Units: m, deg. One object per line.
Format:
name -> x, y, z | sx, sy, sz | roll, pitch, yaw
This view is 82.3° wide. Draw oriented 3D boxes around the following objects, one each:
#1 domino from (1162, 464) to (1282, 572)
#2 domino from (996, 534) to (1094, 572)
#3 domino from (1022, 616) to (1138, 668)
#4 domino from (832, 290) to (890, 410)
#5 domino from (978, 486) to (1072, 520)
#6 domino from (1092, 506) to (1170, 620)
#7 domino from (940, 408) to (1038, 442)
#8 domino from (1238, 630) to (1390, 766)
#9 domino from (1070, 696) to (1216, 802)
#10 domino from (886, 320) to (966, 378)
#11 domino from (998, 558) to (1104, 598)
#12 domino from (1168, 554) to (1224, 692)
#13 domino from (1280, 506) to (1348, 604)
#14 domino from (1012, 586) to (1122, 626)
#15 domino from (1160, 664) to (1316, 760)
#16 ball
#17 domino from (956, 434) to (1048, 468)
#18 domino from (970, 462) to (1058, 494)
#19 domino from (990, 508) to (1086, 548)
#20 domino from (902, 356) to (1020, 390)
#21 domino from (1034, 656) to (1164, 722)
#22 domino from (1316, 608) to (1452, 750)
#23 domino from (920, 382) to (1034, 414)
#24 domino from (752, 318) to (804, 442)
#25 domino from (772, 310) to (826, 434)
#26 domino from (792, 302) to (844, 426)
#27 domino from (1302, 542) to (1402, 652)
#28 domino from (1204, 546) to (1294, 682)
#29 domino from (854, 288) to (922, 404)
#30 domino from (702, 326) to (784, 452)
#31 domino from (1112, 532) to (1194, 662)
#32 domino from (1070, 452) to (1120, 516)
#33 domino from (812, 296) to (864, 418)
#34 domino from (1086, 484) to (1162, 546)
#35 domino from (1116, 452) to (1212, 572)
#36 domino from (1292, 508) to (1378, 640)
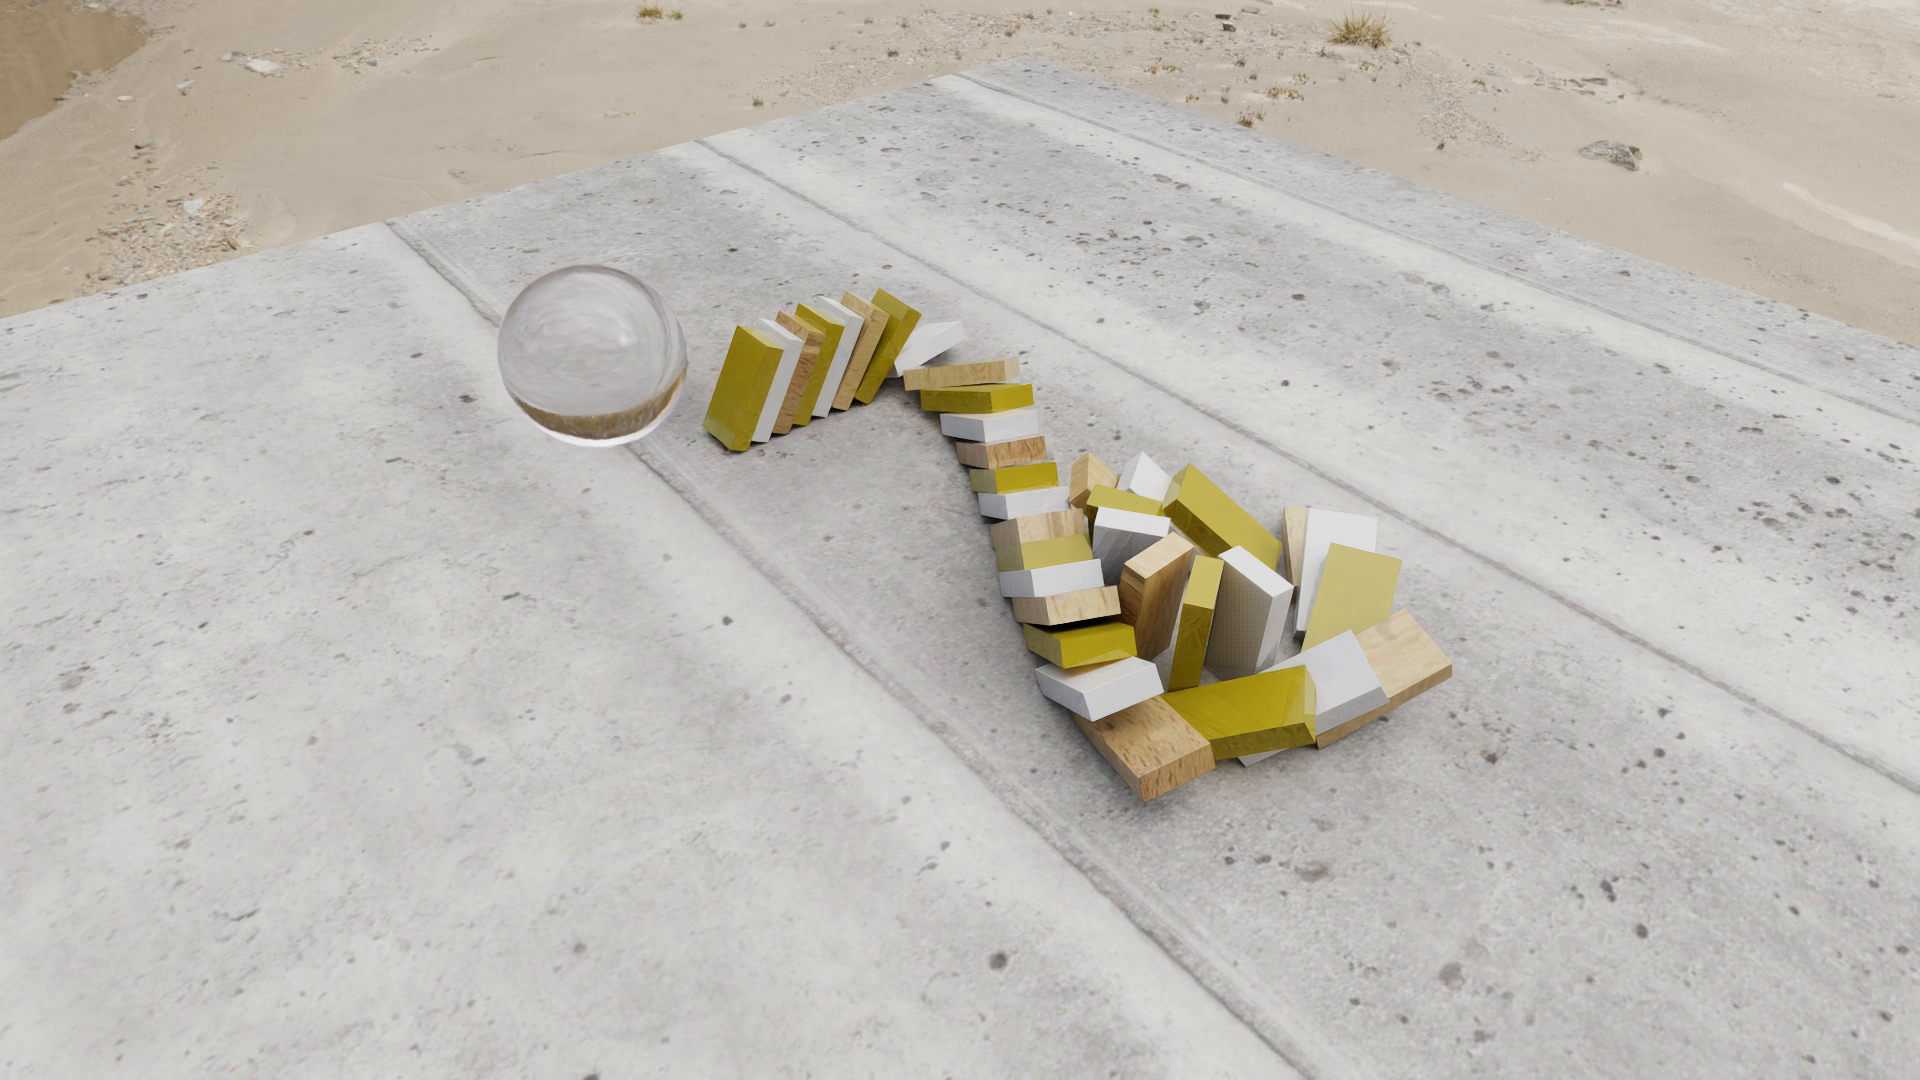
domino -> 0.102, -0.005, 0.428 | 0.050, 0.010, 0.025 | 40, 43, -8
domino -> 0.030, 0.005, 0.411 | 0.025, 0.010, 0.050 | -9, -1, -9
domino -> 0.040, 0.034, 0.380 | 0.025, 0.009, 0.050 | -9, 4, -10
domino -> -0.054, -0.090, 0.524 | 0.009, 0.050, 0.025 | 8, 24, -48
domino -> 0.025, -0.016, 0.441 | 0.025, 0.009, 0.050 | -9, 5, -10
domino -> 0.060, 0.011, 0.397 | 0.025, 0.050, 0.009 | 10, 47, 12
domino -> 0.012, -0.052, 0.488 | 0.025, 0.009, 0.050 | -12, 13, -20
domino -> 0.111, 0.052, 0.360 | 0.050, 0.009, 0.025 | -29, 38, 16
domino -> 0.057, 0.062, 0.353 | 0.025, 0.009, 0.050 | -22, 26, -12
domino -> -0.023, -0.096, 0.553 | 0.025, 0.010, 0.050 | 6, 33, 45
domino -> 0.032, 0.014, 0.402 | 0.025, 0.009, 0.050 | -9, -1, -11
domino -> 0.079, 0.033, 0.372 | 0.009, 0.050, 0.025 | 12, 41, 14
domino -> 0.142, 0.006, 0.436 | 0.025, 0.009, 0.050 | 6, 40, 7
domino -> 0.037, 0.023, 0.391 | 0.025, 0.010, 0.050 | -9, -1, -11
domino -> 0.088, 0.057, 0.354 | 0.050, 0.010, 0.025 | -17, 31, 29
ball -> -0.161, -0.081, 0.487 | 0.080, 0.080, 0.080 | 0, 39, 0
domino -> 0.017, -0.039, 0.471 | 0.025, 0.009, 0.050 | -11, 9, -13
domino -> 0.021, -0.026, 0.454 | 0.025, 0.010, 0.050 | -9, 6, -10
domino -> 0.029, -0.004, 0.424 | 0.025, 0.010, 0.050 | -9, -1, -10
domino -> 0.001, -0.080, 0.524 | 0.050, 0.010, 0.025 | -3, 14, 19
domino -> 0.045, 0.046, 0.363 | 0.025, 0.010, 0.050 | -20, 6, -12
domino -> 0.135, 0.046, 0.369 | 0.050, 0.009, 0.025 | -30, 50, 2
domino -> 0.007, -0.066, 0.505 | 0.025, 0.010, 0.050 | -17, 17, -37
domino -> -0.090, -0.073, 0.502 | 0.009, 0.050, 0.025 | 3, 27, -48
domino -> -0.081, -0.077, 0.507 | 0.009, 0.050, 0.025 | 3, 27, -48
domino -> -0.073, -0.082, 0.513 | 0.009, 0.050, 0.025 | 3, 27, -48
domino -> 0.138, 0.028, 0.391 | 0.025, 0.009, 0.050 | 15, 70, 18
domino -> 0.097, 0.029, 0.376 | 0.009, 0.050, 0.025 | -22, 44, -25
domino -> -0.041, -0.093, 0.530 | 0.025, 0.050, 0.009 | 39, 12, 37
domino -> -0.098, -0.068, 0.496 | 0.009, 0.050, 0.025 | 3, 27, -48
domino -> 0.065, 0.023, 0.382 | 0.025, 0.050, 0.009 | -29, 51, -31
domino -> 0.064, -0.010, 0.431 | 0.050, 0.009, 0.025 | 38, 34, -20
domino -> -0.065, -0.086, 0.518 | 0.010, 0.050, 0.025 | 3, 27, -48
domino -> 0.062, 0.000, 0.411 | 0.025, 0.050, 0.009 | 17, 62, 20
domino -> 0.083, -0.009, 0.431 | 0.050, 0.010, 0.025 | 41, 41, -13
domino -> 0.140, 0.014, 0.410 | 0.025, 0.009, 0.050 | 9, 66, 11
